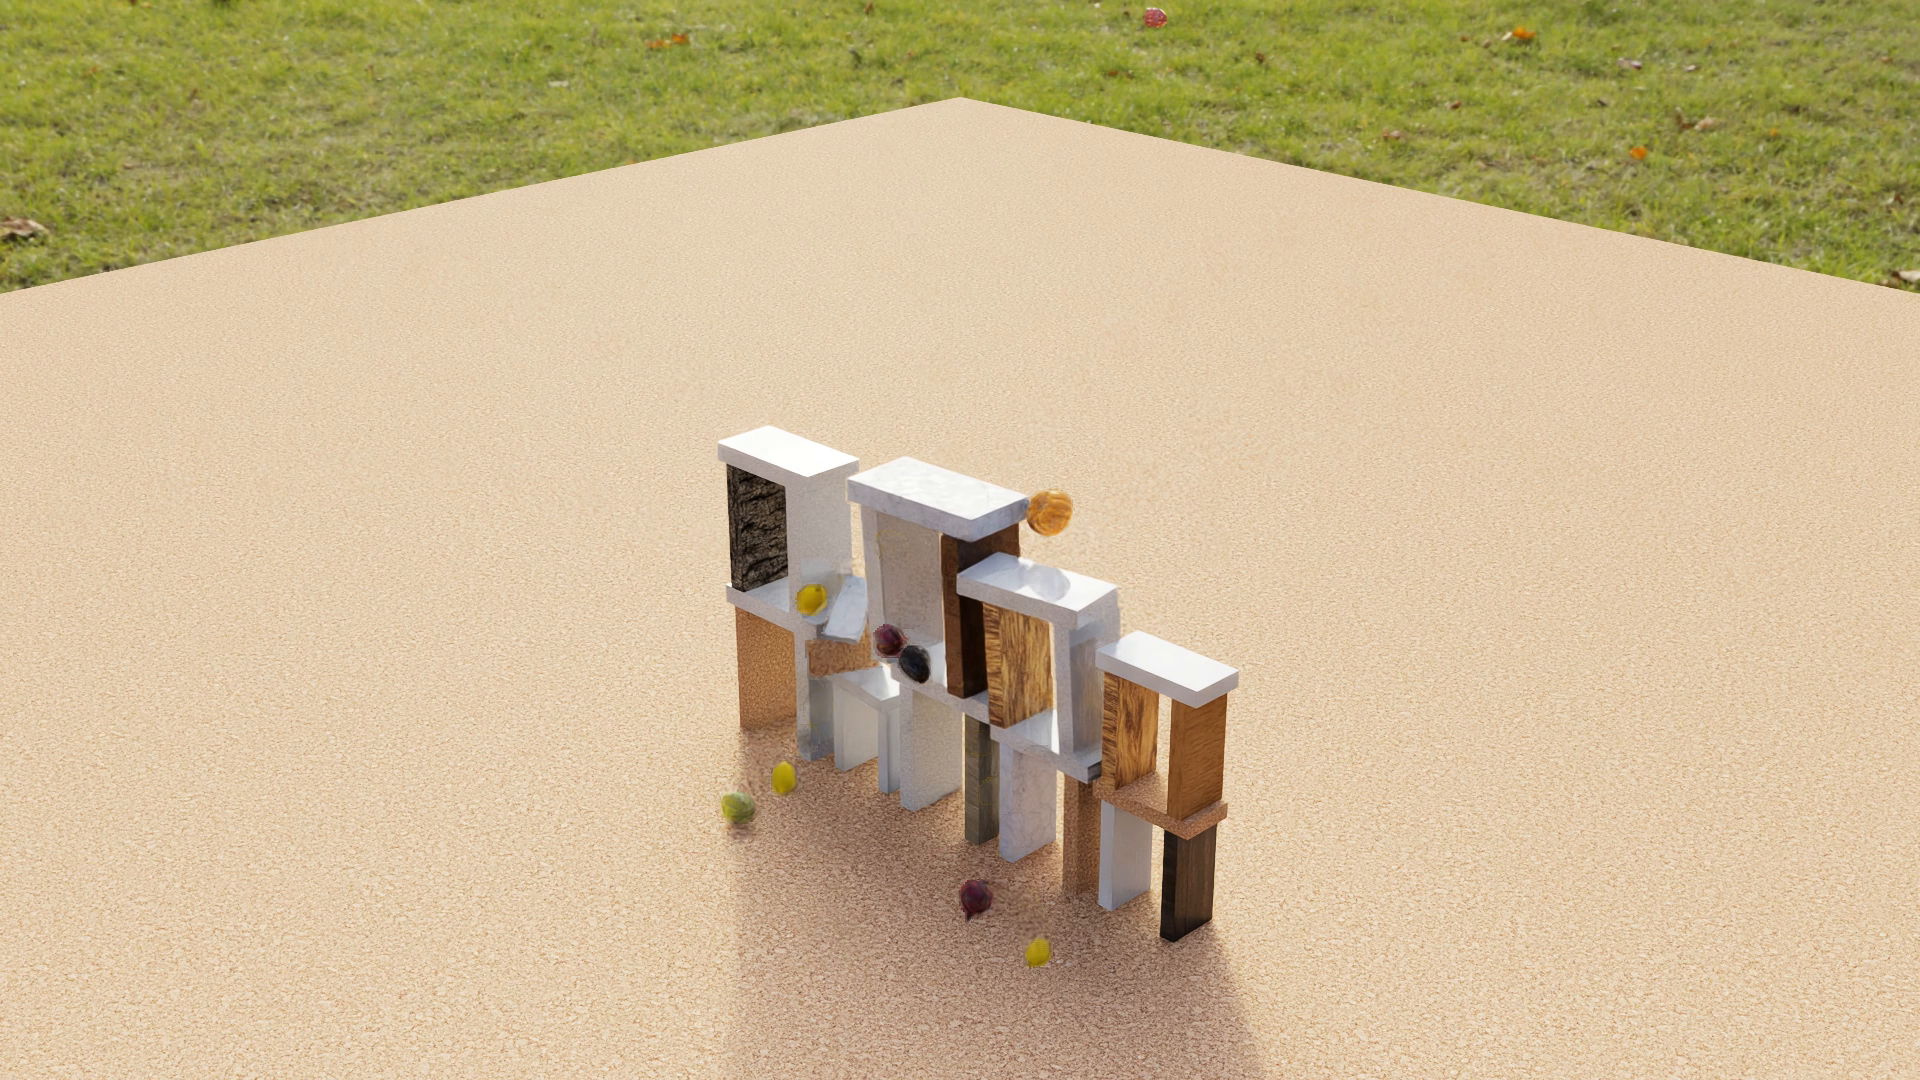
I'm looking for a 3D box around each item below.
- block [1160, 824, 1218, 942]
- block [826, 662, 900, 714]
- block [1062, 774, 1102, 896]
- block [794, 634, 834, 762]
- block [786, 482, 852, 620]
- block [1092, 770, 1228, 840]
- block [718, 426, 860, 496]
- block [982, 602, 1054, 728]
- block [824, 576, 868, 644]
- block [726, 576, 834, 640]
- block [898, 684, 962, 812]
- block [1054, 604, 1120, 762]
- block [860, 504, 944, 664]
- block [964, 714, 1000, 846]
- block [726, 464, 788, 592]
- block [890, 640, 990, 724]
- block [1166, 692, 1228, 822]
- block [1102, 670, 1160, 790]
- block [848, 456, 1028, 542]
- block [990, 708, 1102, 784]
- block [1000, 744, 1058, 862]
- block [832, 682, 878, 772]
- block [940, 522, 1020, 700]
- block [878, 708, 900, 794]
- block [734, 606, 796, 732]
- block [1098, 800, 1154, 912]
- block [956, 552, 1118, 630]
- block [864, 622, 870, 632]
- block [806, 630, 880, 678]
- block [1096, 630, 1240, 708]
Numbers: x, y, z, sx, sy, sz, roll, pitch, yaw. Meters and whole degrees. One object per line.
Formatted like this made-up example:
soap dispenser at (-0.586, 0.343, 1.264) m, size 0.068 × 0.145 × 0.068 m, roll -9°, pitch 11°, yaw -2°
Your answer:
block at (0.419, 0.613, 4.026) m, size 0.032 × 0.226 × 0.113 m, roll 21°, pitch 31°, yaw 41°
block at (-0.179, 0.293, 4.521) m, size 0.100 × 0.028 × 0.201 m, roll -16°, pitch 28°, yaw -34°
block at (0.252, 0.537, 4.173) m, size 0.126 × 0.251 × 0.036 m, roll -22°, pitch 31°, yaw -40°
block at (-0.278, 0.312, 4.656) m, size 0.041 × 0.289 × 0.144 m, roll 21°, pitch 31°, yaw 41°
block at (-0.289, 0.008, 4.535) m, size 0.040 × 0.283 × 0.141 m, roll 21°, pitch 31°, yaw 41°
block at (0.365, 0.474, 4.025) m, size 0.226 × 0.032 × 0.113 m, roll 21°, pitch 31°, yaw 41°
block at (-0.355, -0.166, 4.533) m, size 0.283 × 0.040 × 0.141 m, roll 21°, pitch 31°, yaw 41°
block at (0.111, 0.209, 4.184) m, size 0.135 × 0.270 × 0.038 m, roll -21°, pitch 26°, yaw -40°
block at (-0.221, 0.143, 4.518) m, size 0.073 × 0.021 × 0.146 m, roll 7°, pitch 59°, yaw 23°
block at (-0.347, 0.133, 4.654) m, size 0.289 × 0.041 × 0.144 m, roll 21°, pitch 31°, yaw 41°
block at (-0.058, 0.399, 4.463) m, size 0.139 × 0.278 × 0.039 m, roll -21°, pitch 31°, yaw -40°
block at (0.239, 0.259, 4.066) m, size 0.135 × 0.270 × 0.038 m, roll -20°, pitch 26°, yaw -39°
block at (-0.111, 0.067, 4.377) m, size 0.163 × 0.326 × 0.046 m, roll -21°, pitch 26°, yaw -40°
block at (0.072, 0.451, 4.342) m, size 0.139 × 0.278 × 0.039 m, roll -21°, pitch 31°, yaw -40°
block at (-0.422, -0.044, 4.657) m, size 0.040 × 0.283 × 0.141 m, roll 21°, pitch 31°, yaw 41°
block at (0.008, 0.278, 4.342) m, size 0.139 × 0.039 × 0.278 m, roll -21°, pitch 31°, yaw -40°
block at (0.423, 0.373, 3.921) m, size 0.033 × 0.234 × 0.117 m, roll 21°, pitch 31°, yaw 40°
block at (0.313, 0.330, 4.022) m, size 0.033 × 0.234 × 0.117 m, roll 21°, pitch 31°, yaw 41°
block at (-0.044, -0.081, 4.244) m, size 0.326 × 0.046 × 0.163 m, roll 19°, pitch 30°, yaw 39°
block at (0.191, 0.382, 4.172) m, size 0.126 × 0.036 × 0.251 m, roll -21°, pitch 31°, yaw -40°
block at (0.133, 0.491, 4.282) m, size 0.036 × 0.251 × 0.126 m, roll 21°, pitch 31°, yaw 41°
block at (-0.218, 0.376, 4.617) m, size 0.100 × 0.201 × 0.028 m, roll -21°, pitch 31°, yaw -41°
block at (0.044, 0.127, 4.229) m, size 0.163 × 0.326 × 0.046 m, roll -20°, pitch 27°, yaw -39°
block at (-0.123, 0.413, 4.530) m, size 0.028 × 0.201 × 0.100 m, roll 21°, pitch 31°, yaw 40°
block at (-0.415, 0.259, 4.781) m, size 0.041 × 0.289 × 0.144 m, roll 21°, pitch 31°, yaw 41°
block at (0.312, 0.572, 4.124) m, size 0.032 × 0.226 × 0.113 m, roll 21°, pitch 31°, yaw 41°
block at (0.142, 0.092, 4.064) m, size 0.270 × 0.038 × 0.135 m, roll 16°, pitch 28°, yaw 33°
block at (-0.190, 0.166, 4.598) m, size 0.021 × 0.146 × 0.073 m, roll 21°, pitch 12°, yaw 41°
block at (-0.240, 0.235, 4.524) m, size 0.146 × 0.073 × 0.021 m, roll -9°, pitch 19°, yaw -17°
block at (0.368, 0.229, 3.920) m, size 0.234 × 0.033 × 0.117 m, roll 21°, pitch 31°, yaw 40°
